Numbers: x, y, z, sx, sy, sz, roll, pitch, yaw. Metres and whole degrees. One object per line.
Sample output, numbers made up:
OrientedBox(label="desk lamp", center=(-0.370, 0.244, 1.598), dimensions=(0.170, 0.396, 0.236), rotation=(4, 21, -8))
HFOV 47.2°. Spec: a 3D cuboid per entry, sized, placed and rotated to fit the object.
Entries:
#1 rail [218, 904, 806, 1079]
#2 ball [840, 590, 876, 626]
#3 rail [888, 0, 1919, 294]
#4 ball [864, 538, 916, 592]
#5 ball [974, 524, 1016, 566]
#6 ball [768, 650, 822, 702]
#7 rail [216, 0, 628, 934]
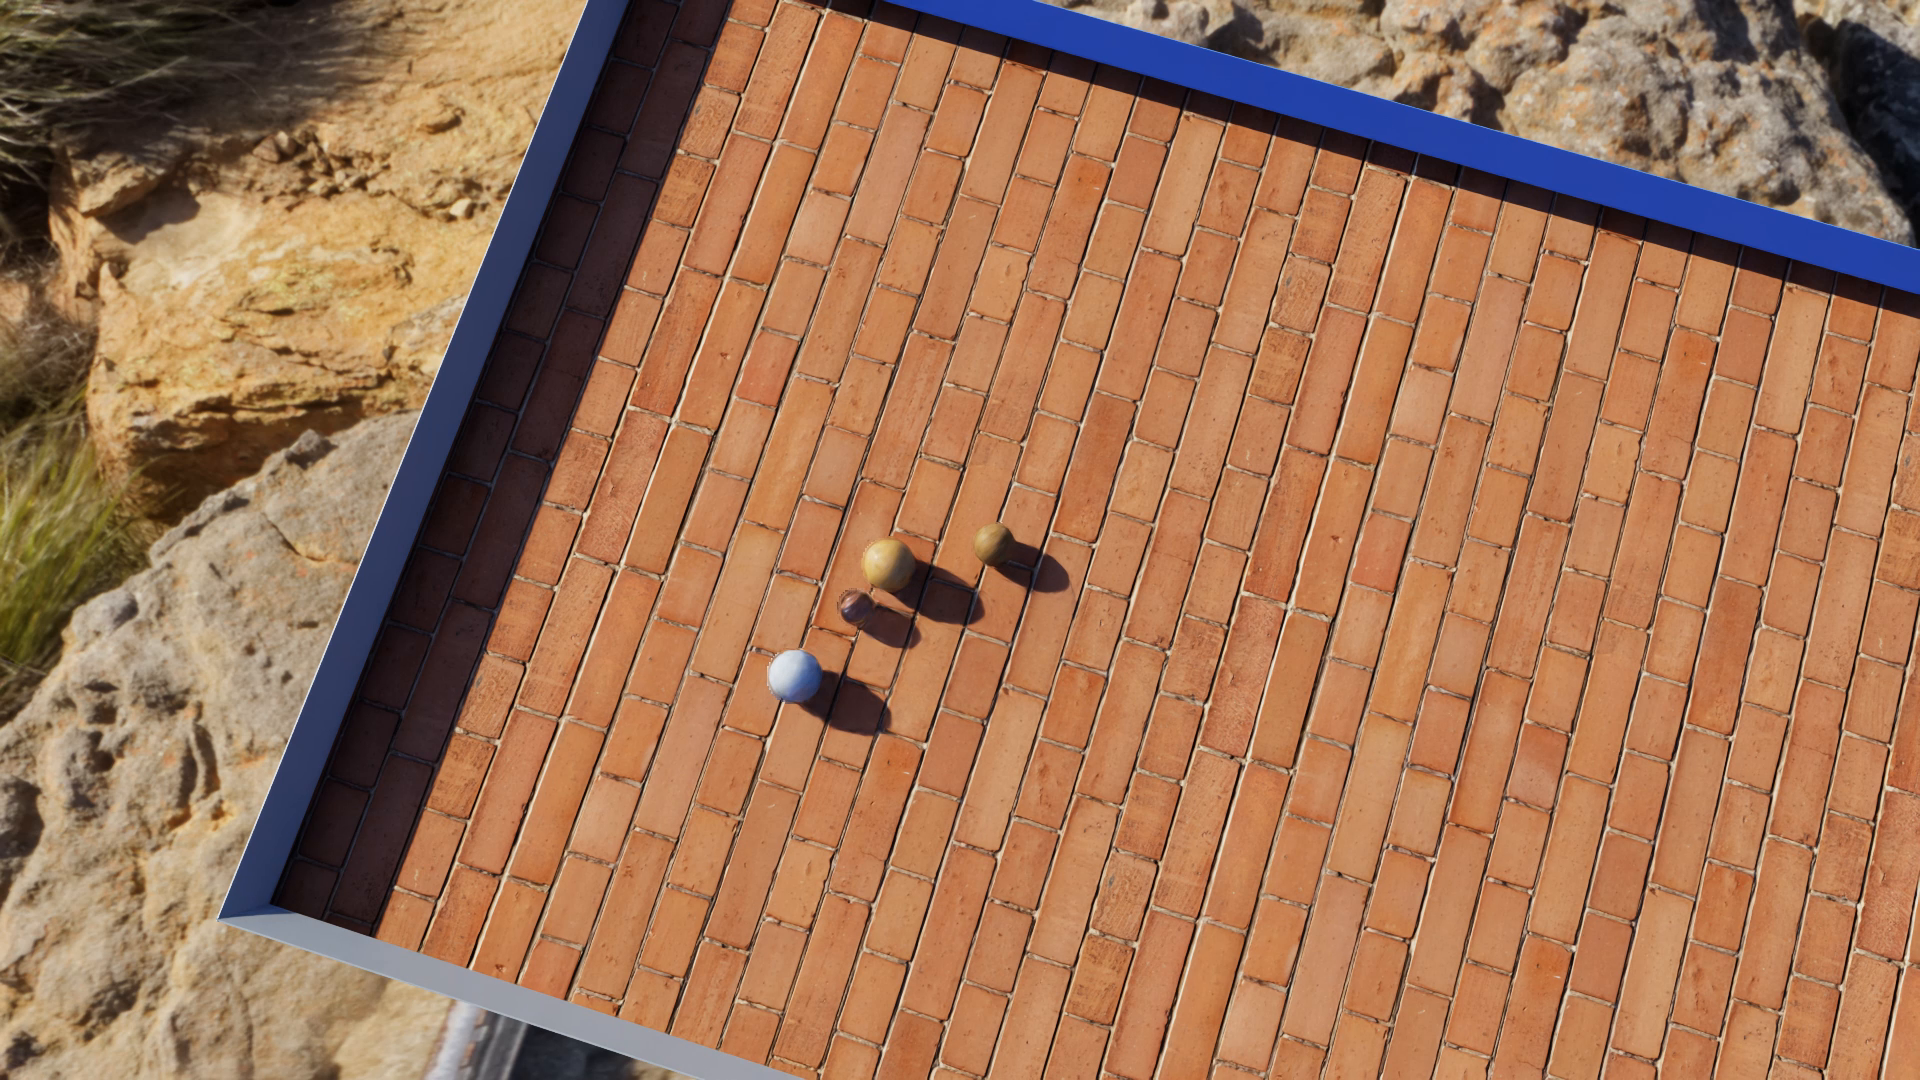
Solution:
OrientedBox(label="rail", center=(0.541, 1.020, 3.054), dimensions=(3.345, 0.105, 0.045), rotation=(17, 75, 5))
OrientedBox(label="ball", center=(-0.156, 0.103, 3.339), dimensions=(0.054, 0.054, 0.054), rotation=(0, 74, 0))
OrientedBox(label="rail", center=(1.054, -0.546, 3.494), dimensions=(3.345, 0.105, 0.045), rotation=(17, 75, 5))
OrientedBox(label="ball", center=(-0.107, 0.038, 3.343), dimensions=(0.081, 0.081, 0.081), rotation=(0, 74, 0))
OrientedBox(label="ball", center=(0.053, 0.008, 3.360), dimensions=(0.065, 0.065, 0.065), rotation=(0, 74, 0))
OrientedBox(label="ball", center=(-0.247, 0.204, 3.297), dimensions=(0.080, 0.080, 0.080), rotation=(0, 74, 0))
OrientedBox(label="rail", center=(-0.775, -0.241, 3.409), dimensions=(0.045, 0.105, 1.753), rotation=(17, 75, 5))
